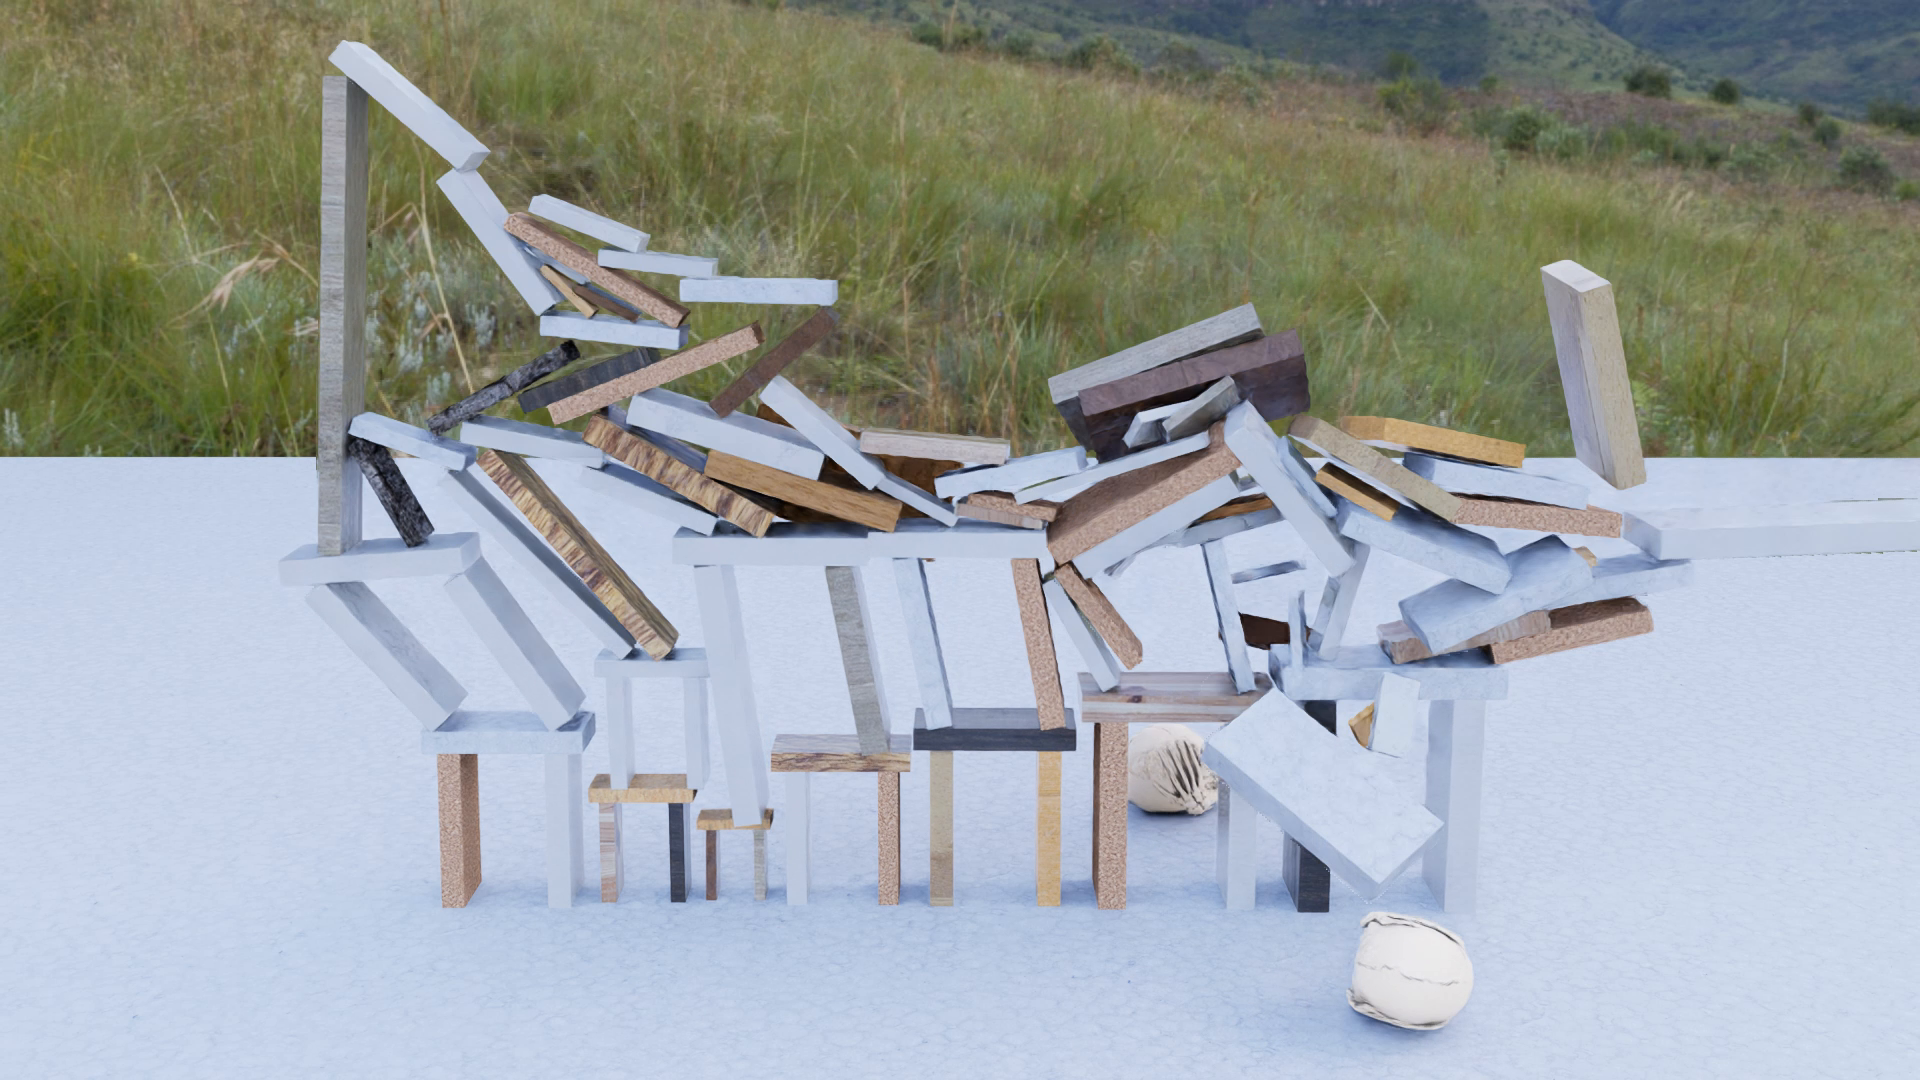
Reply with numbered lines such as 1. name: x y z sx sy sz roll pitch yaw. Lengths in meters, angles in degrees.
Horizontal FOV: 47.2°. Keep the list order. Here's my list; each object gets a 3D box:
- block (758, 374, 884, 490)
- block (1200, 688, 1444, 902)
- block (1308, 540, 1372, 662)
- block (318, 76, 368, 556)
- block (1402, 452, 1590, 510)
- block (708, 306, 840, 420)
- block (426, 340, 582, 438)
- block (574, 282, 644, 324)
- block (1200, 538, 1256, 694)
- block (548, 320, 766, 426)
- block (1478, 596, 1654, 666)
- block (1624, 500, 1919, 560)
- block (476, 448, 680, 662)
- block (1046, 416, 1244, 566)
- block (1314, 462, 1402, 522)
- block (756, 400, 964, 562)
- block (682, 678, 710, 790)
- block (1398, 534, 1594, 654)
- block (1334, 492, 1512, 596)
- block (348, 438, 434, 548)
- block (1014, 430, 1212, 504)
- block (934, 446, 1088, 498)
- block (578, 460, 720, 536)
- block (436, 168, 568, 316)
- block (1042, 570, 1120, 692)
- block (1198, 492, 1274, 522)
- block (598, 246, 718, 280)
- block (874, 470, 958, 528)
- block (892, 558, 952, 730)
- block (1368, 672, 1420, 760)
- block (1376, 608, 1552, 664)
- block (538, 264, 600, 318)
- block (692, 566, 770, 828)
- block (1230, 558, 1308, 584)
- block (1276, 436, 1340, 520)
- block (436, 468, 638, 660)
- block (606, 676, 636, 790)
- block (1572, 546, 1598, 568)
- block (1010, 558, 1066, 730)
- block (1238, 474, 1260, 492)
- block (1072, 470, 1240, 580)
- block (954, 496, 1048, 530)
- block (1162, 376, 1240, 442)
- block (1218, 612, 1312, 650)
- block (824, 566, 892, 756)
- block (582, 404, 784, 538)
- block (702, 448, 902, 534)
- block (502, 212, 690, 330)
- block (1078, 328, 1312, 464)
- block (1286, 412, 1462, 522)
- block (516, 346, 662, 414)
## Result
1. block: -0.218 -0.174 3.501 0.229 0.033 0.115 40 9 -9
2. block: 0.546 0.380 3.324 0.333 0.047 0.167 40 52 24
3. block: 0.617 0.088 3.575 0.029 0.205 0.103 15 10 -3
4. block: -0.979 -0.354 3.490 0.036 0.747 0.128 4 11 0
5. block: 0.851 -0.095 3.497 0.262 0.037 0.131 9 6 -12
6. block: -0.295 -0.288 3.502 0.237 0.034 0.118 -39 9 8
7. block: -0.728 -0.243 3.514 0.246 0.031 0.109 -28 9 5
8. block: -0.557 -0.378 3.486 0.107 0.015 0.054 27 11 -6
9. block: 0.433 0.113 3.567 0.029 0.252 0.103 -14 11 3
10. block: -0.482 -0.268 3.509 0.347 0.034 0.118 -21 9 4
11. block: 0.981 0.144 3.582 0.256 0.036 0.128 -12 10 3
12. block: 1.399 -0.020 3.571 0.594 0.047 0.167 -2 12 -3
13. block: -0.614 0.016 3.559 0.032 0.429 0.113 -40 8 7
14. block: 0.292 -0.083 3.503 0.335 0.040 0.141 -29 19 16
15. block: 0.624 -0.076 3.447 0.132 0.019 0.066 31 22 10
16. block: -0.188 -0.099 3.678 0.352 0.176 0.050 16 12 -7
17. block: -0.432 0.306 3.615 0.027 0.188 0.094 -1 11 0
18. block: 0.848 0.084 3.492 0.275 0.039 0.138 -24 21 1
19. block: 0.725 -0.005 3.472 0.275 0.039 0.138 21 22 -7
20. block: -0.916 -0.082 3.545 0.027 0.187 0.094 -28 10 4
21. block: 0.239 -0.113 3.449 0.312 0.019 0.067 -17 5 15
22. block: 0.083 -0.109 3.519 0.230 0.033 0.115 -10 6 12
23. block: -0.496 -0.072 3.543 0.226 0.032 0.113 22 10 -4
24. block: -0.717 -0.473 3.469 0.036 0.256 0.128 -35 8 7
25. block: 0.198 0.144 3.582 0.028 0.201 0.100 -29 6 10
26. block: 0.443 -0.054 3.530 0.121 0.017 0.060 -11 10 14
27. block: -0.475 -0.438 3.467 0.178 0.025 0.089 7 11 -1
28. block: -0.068 -0.068 3.550 0.143 0.020 0.072 28 11 -3
29. block: -0.060 0.154 3.588 0.040 0.283 0.141 -11 10 2
30. block: 0.676 0.274 3.426 0.062 0.123 0.017 14 -12 -12
31. block: 0.818 0.144 3.583 0.257 0.036 0.128 -12 10 3
32. block: -0.618 -0.397 3.485 0.107 0.015 0.054 44 9 -7
33. block: -0.373 0.239 3.609 0.044 0.432 0.155 -8 10 2
34. block: 0.528 0.053 3.761 0.121 0.017 0.060 -13 -5 20
35. block: 0.545 -0.098 3.449 0.019 0.134 0.067 -36 20 18
36. block: -0.681 0.034 3.569 0.027 0.407 0.094 -44 8 7
37. block: -0.557 0.306 3.615 0.027 0.188 0.094 -1 11 1
38. block: 0.971 0.039 3.562 0.105 0.015 0.053 -15 21 1
39. block: 0.128 0.154 3.588 0.040 0.283 0.141 -10 10 4
40. block: 0.420 -0.078 3.551 0.164 0.017 0.062 -19 4 20
41. block: 0.310 -0.048 3.513 0.283 0.040 0.141 -29 19 15
42. block: 0.067 -0.044 3.536 0.143 0.020 0.072 10 11 8
43. block: 0.381 -0.200 3.477 0.132 0.066 0.019 -36 59 -4
44. block: 0.525 0.161 3.745 0.164 0.015 0.053 11 59 25
45. block: -0.165 0.181 3.597 0.044 0.310 0.155 -10 10 2
46. block: -0.442 -0.114 3.537 0.323 0.044 0.157 29 10 -4
47. block: -0.247 -0.091 3.537 0.313 0.044 0.157 17 10 -2
48. block: -0.572 -0.427 3.473 0.309 0.025 0.089 30 10 -5
49. block: 0.383 -0.226 3.571 0.360 0.050 0.176 -16 -29 5
50. block: 0.646 -0.115 3.439 0.262 0.037 0.131 29 3 -10
51. block: -0.591 -0.261 3.512 0.219 0.031 0.109 -21 10 4
